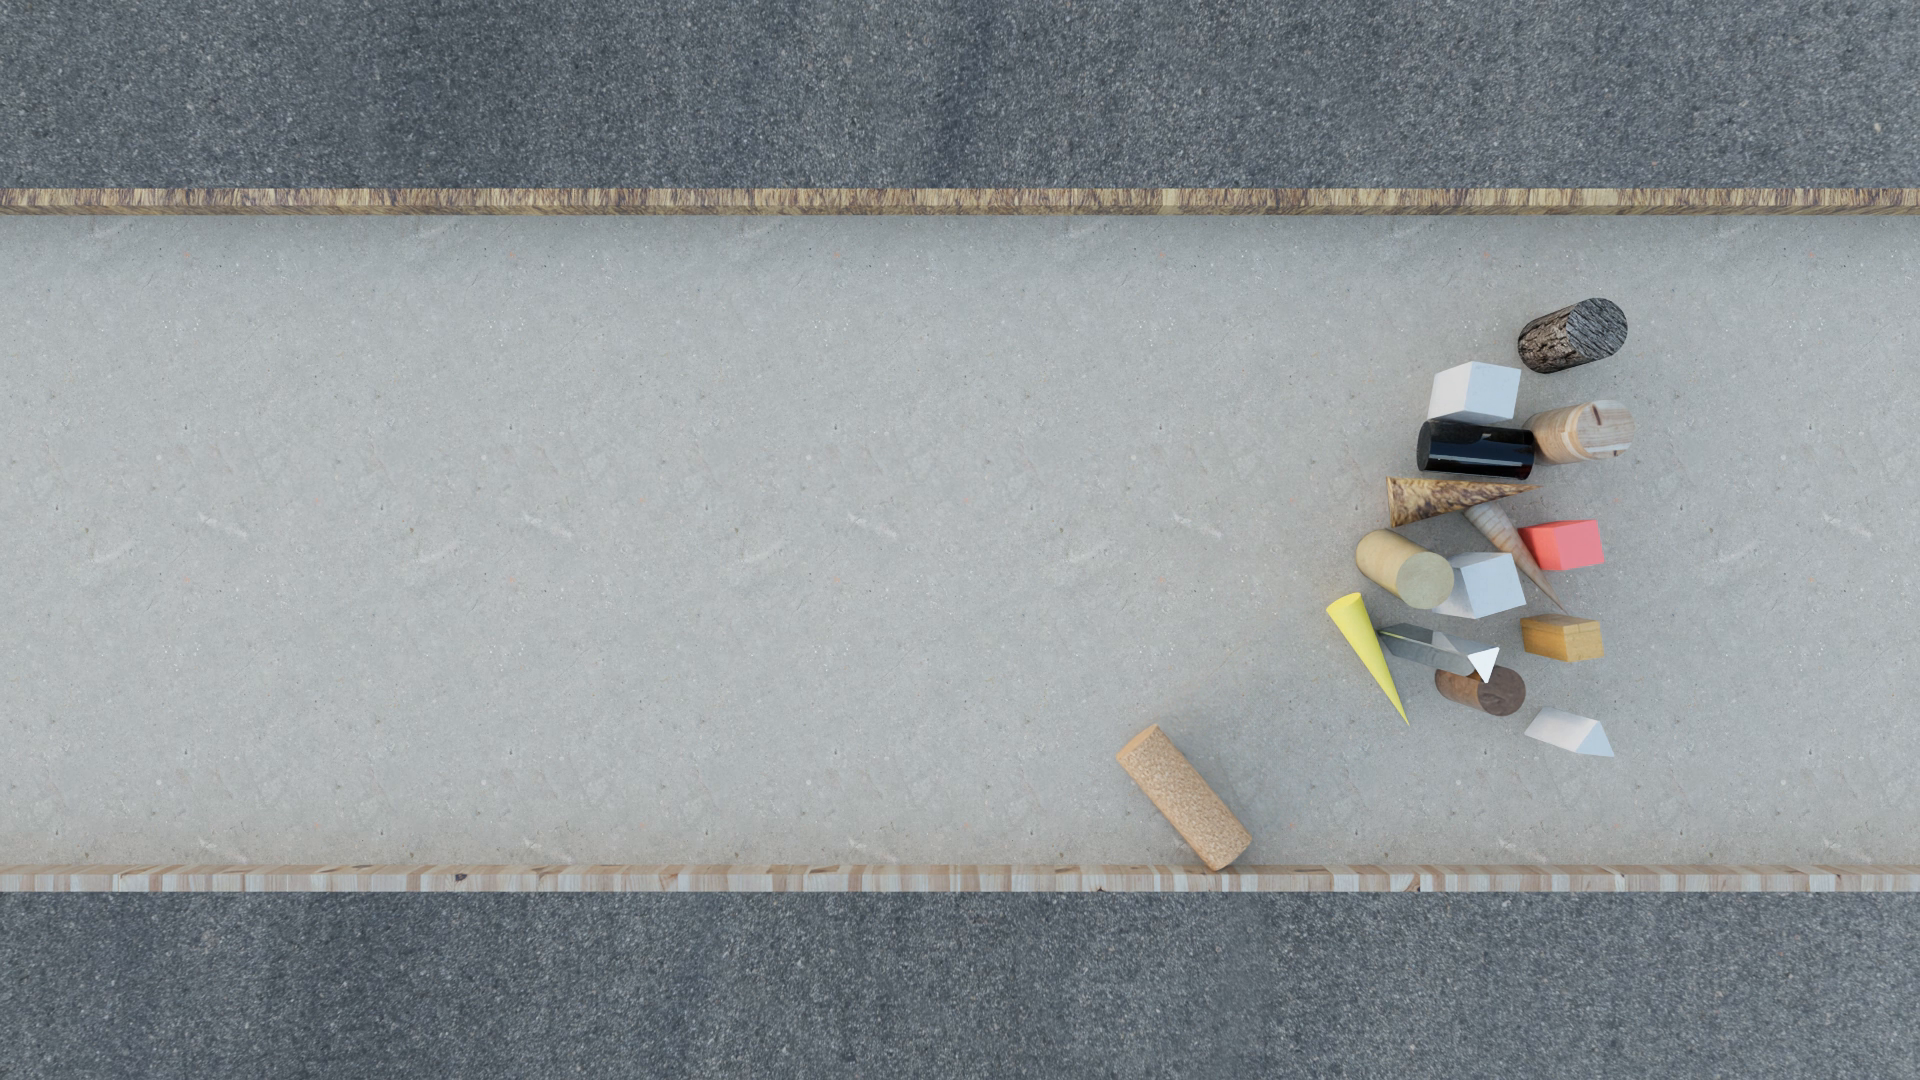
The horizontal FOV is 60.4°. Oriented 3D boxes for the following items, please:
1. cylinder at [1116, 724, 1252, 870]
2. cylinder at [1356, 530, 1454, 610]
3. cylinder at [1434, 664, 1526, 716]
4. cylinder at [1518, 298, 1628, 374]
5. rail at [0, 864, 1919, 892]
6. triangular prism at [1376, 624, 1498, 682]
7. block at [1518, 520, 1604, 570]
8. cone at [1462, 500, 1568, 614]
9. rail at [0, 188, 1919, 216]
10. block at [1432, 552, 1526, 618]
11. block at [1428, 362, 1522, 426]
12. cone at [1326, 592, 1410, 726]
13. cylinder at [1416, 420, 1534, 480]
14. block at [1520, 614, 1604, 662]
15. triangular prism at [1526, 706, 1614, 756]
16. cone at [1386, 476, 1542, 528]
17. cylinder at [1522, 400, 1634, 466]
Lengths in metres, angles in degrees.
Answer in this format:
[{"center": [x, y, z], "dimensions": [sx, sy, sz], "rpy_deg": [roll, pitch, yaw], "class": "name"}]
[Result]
[{"center": [0.679, 0.779, 4.996], "dimensions": [0.160, 0.160, 0.444], "rpy_deg": [-41, 90, 0], "class": "cylinder"}, {"center": [1.300, 0.081, 4.844], "dimensions": [0.164, 0.446, 0.164], "rpy_deg": [0, 99, -1], "class": "cylinder"}, {"center": [1.536, 0.429, 4.885], "dimensions": [0.141, 0.378, 0.141], "rpy_deg": [0, 91, -2], "class": "cylinder"}, {"center": [1.803, -0.599, 4.873], "dimensions": [0.175, 0.407, 0.175], "rpy_deg": [0, 90, 0], "class": "cylinder"}, {"center": [-2.247, 1.025, 5.001], "dimensions": [12.000, 0.150, 0.050], "rpy_deg": [0, 90, 0], "class": "rail"}, {"center": [1.414, 0.310, 4.861], "dimensions": [0.090, 0.443, 0.104], "rpy_deg": [-42, 108, -11], "class": "triangular prism"}, {"center": [1.789, 0.015, 4.921], "dimensions": [0.126, 0.311, 0.126], "rpy_deg": [-11, 90, 0], "class": "block"}, {"center": [1.692, 0.058, 4.957], "dimensions": [0.114, 0.114, 0.440], "rpy_deg": [-35, 73, 0], "class": "cone"}, {"center": [-2.247, -1.025, 5.002], "dimensions": [12.000, 0.150, 0.050], "rpy_deg": [0, 90, 0], "class": "rail"}, {"center": [1.506, 0.130, 4.867], "dimensions": [0.150, 0.420, 0.150], "rpy_deg": [-16, 90, 0], "class": "block"}, {"center": [1.520, -0.429, 4.892], "dimensions": [0.142, 0.370, 0.142], "rpy_deg": [10, 90, 0], "class": "block"}, {"center": [1.276, 0.383, 5.048], "dimensions": [0.113, 0.113, 0.448], "rpy_deg": [-29, 97, 0], "class": "cone"}, {"center": [1.561, -0.270, 5.000], "dimensions": [0.310, 0.154, 0.154], "rpy_deg": [5, 90, 0], "class": "cylinder"}, {"center": [1.783, 0.288, 4.896], "dimensions": [0.104, 0.359, 0.104], "rpy_deg": [-9, 91, 0], "class": "block"}, {"center": [1.796, 0.557, 4.864], "dimensions": [0.108, 0.425, 0.094], "rpy_deg": [7, 90, 0], "class": "triangular prism"}, {"center": [1.519, -0.137, 4.946], "dimensions": [0.454, 0.158, 0.158], "rpy_deg": [-6, 90, 14], "class": "cone"}, {"center": [1.815, -0.313, 4.868], "dimensions": [0.169, 0.407, 0.169], "rpy_deg": [0, 90, -3], "class": "cylinder"}]
